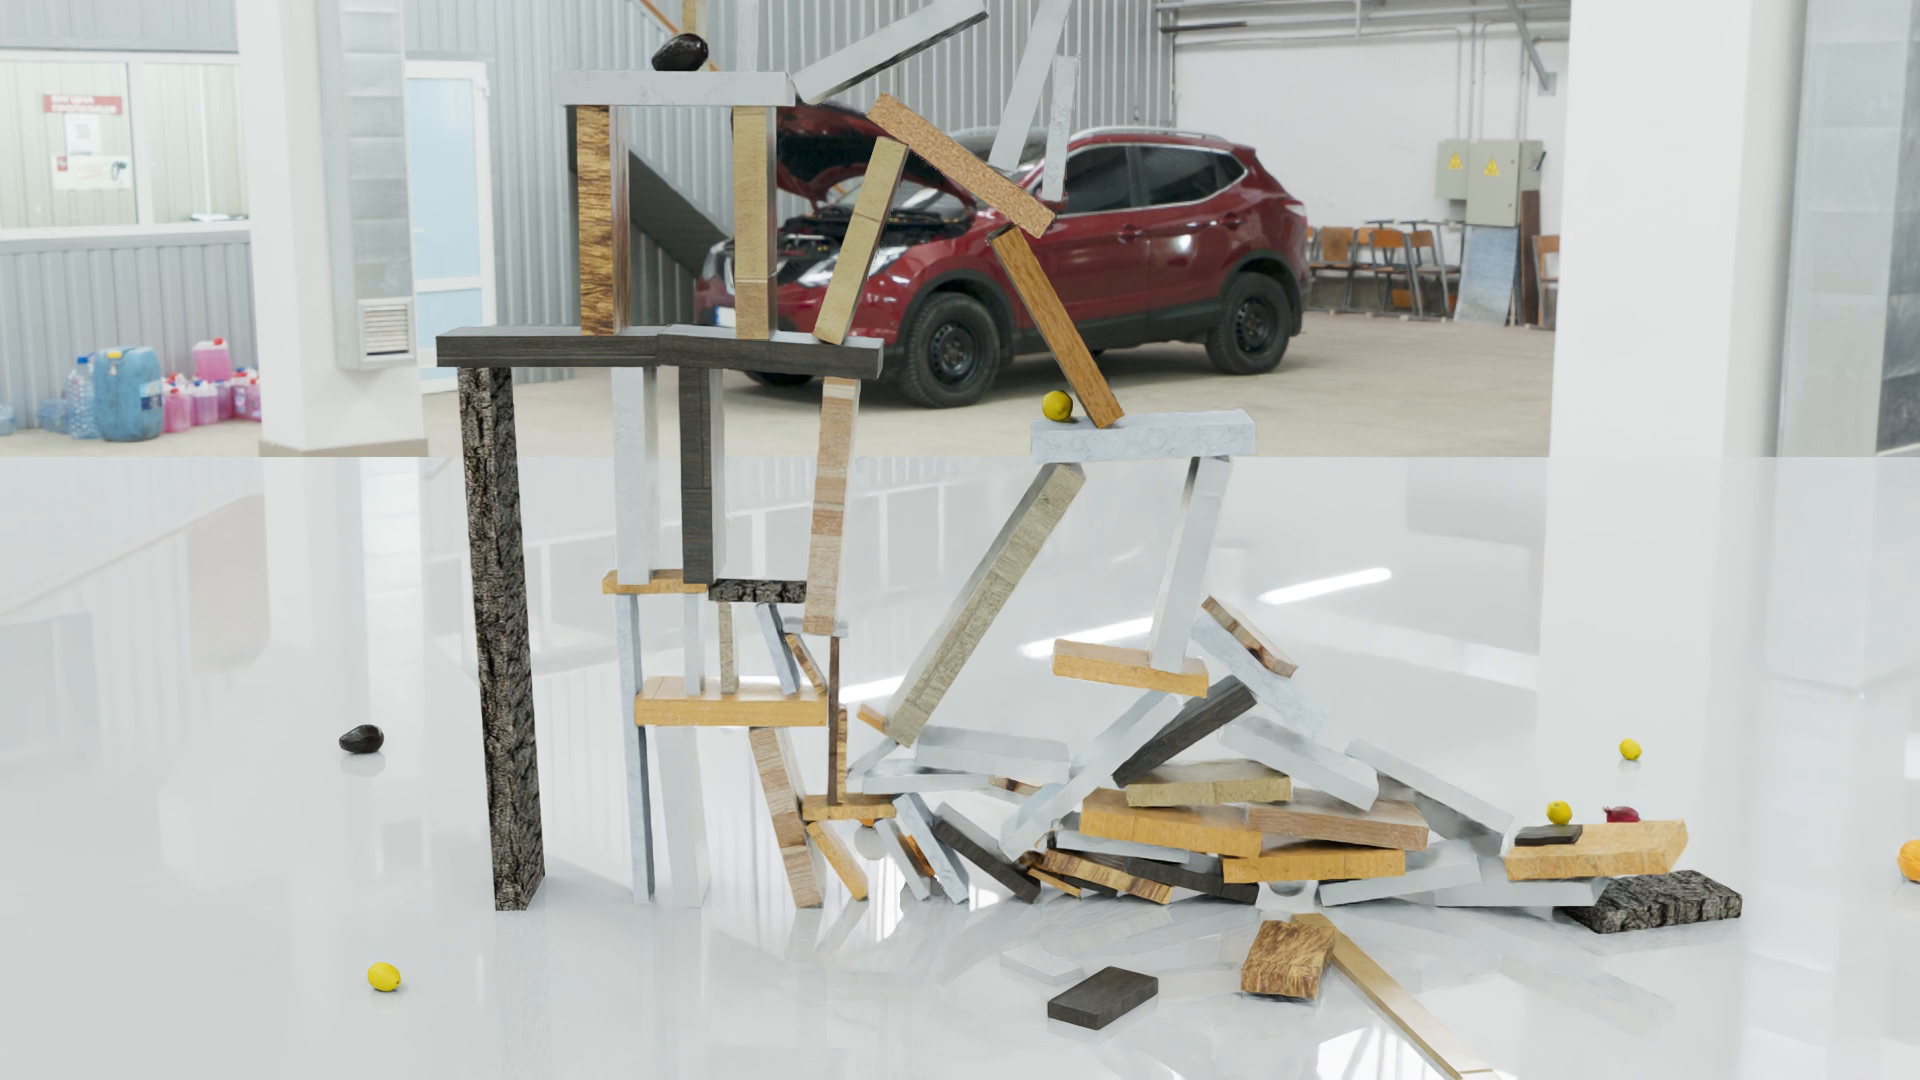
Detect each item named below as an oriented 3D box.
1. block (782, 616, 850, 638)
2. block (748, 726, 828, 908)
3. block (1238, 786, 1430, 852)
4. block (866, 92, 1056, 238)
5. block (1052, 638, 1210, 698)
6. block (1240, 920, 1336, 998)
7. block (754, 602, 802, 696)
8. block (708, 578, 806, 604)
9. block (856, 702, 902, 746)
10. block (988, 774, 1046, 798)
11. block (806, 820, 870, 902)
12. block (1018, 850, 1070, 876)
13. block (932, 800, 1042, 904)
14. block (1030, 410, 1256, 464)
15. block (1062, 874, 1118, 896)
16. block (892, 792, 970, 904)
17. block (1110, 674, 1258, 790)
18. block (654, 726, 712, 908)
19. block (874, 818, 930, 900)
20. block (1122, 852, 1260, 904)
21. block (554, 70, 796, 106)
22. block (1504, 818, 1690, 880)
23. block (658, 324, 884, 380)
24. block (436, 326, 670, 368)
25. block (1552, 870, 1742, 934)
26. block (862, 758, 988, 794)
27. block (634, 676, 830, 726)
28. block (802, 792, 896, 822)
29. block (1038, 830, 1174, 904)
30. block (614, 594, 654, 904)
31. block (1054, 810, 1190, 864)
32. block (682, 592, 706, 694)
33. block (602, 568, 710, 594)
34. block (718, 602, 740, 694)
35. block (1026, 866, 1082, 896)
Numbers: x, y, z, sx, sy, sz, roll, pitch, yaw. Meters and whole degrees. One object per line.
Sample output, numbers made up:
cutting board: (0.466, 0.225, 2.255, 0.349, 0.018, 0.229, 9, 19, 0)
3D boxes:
block: (-0.233, 0.142, 3.584, 0.107, 0.015, 0.054, 5, 11, -1)
block: (-0.284, 0.438, 3.645, 0.043, 0.307, 0.153, -14, 10, 3)
block: (0.614, 0.456, 3.635, 0.292, 0.041, 0.146, 7, 10, 0)
block: (0.004, -0.588, 3.451, 0.324, 0.046, 0.162, 35, 9, -4)
block: (0.276, 0.208, 3.594, 0.250, 0.035, 0.125, 8, 10, 0)
block: (0.494, 0.628, 3.304, 0.110, 0.031, 0.220, 3, 11, 16)
block: (-0.297, 0.169, 3.588, 0.022, 0.154, 0.077, -17, 10, 4)
block: (-0.328, 0.083, 3.573, 0.154, 0.022, 0.077, 2, 11, 0)
block: (-0.125, 0.304, 3.613, 0.099, 0.014, 0.050, 32, 9, -6)
block: (0.120, 0.465, 4.275, 0.085, 0.024, 0.169, -10, 14, -42)
block: (-0.204, 0.522, 3.657, 0.022, 0.152, 0.076, -33, 9, 6)
block: (0.145, 0.537, 3.664, 0.093, 0.013, 0.046, 14, 10, -3)
block: (0.044, 0.519, 3.654, 0.204, 0.029, 0.102, 36, 9, -6)
block: (0.289, -0.167, 3.531, 0.349, 0.049, 0.175, -3, 10, 1)
block: (0.216, 0.569, 3.669, 0.093, 0.013, 0.046, 16, 10, -4)
block: (-0.047, 0.497, 3.649, 0.029, 0.204, 0.102, -30, 9, 5)
block: (0.367, 0.312, 3.648, 0.266, 0.038, 0.133, -33, 5, 9)
block: (-0.458, 0.437, 3.645, 0.043, 0.307, 0.153, -5, 10, 1)
block: (-0.096, 0.519, 3.656, 0.022, 0.152, 0.076, -29, 9, 5)
block: (0.382, 0.548, 3.657, 0.218, 0.031, 0.109, 14, 10, -4)
block: (-0.440, -0.703, 3.429, 0.353, 0.050, 0.176, 0, 11, 1)
block: (1.020, 0.497, 3.526, 0.259, 0.037, 0.130, -9, 12, 34)
block: (-0.298, -0.301, 3.506, 0.343, 0.049, 0.171, 4, 10, 0)
block: (-0.644, -0.310, 3.515, 0.346, 0.049, 0.173, 0, 11, 0)
block: (1.118, 0.588, 3.579, 0.265, 0.037, 0.132, -3, 11, -17)
block: (-0.056, 0.387, 3.629, 0.204, 0.029, 0.102, -3, 11, 0)
block: (-0.369, 0.264, 3.614, 0.307, 0.043, 0.153, 0, 11, 0)
block: (-0.182, 0.441, 3.642, 0.152, 0.022, 0.076, -2, 11, 1)
block: (0.242, 0.543, 3.658, 0.218, 0.031, 0.109, 17, 10, -4)
block: (-0.534, 0.336, 3.616, 0.024, 0.518, 0.084, -2, 11, 0)
block: (0.268, 0.491, 3.646, 0.218, 0.031, 0.109, 7, 10, 0)
block: (-0.433, 0.161, 3.589, 0.024, 0.167, 0.084, 0, 11, 0)
block: (-0.491, 0.067, 3.576, 0.167, 0.024, 0.084, -1, 11, 1)
block: (-0.377, 0.168, 3.589, 0.022, 0.154, 0.077, 0, 11, 1)
block: (0.157, 0.564, 3.670, 0.093, 0.013, 0.046, 25, 10, -4)
